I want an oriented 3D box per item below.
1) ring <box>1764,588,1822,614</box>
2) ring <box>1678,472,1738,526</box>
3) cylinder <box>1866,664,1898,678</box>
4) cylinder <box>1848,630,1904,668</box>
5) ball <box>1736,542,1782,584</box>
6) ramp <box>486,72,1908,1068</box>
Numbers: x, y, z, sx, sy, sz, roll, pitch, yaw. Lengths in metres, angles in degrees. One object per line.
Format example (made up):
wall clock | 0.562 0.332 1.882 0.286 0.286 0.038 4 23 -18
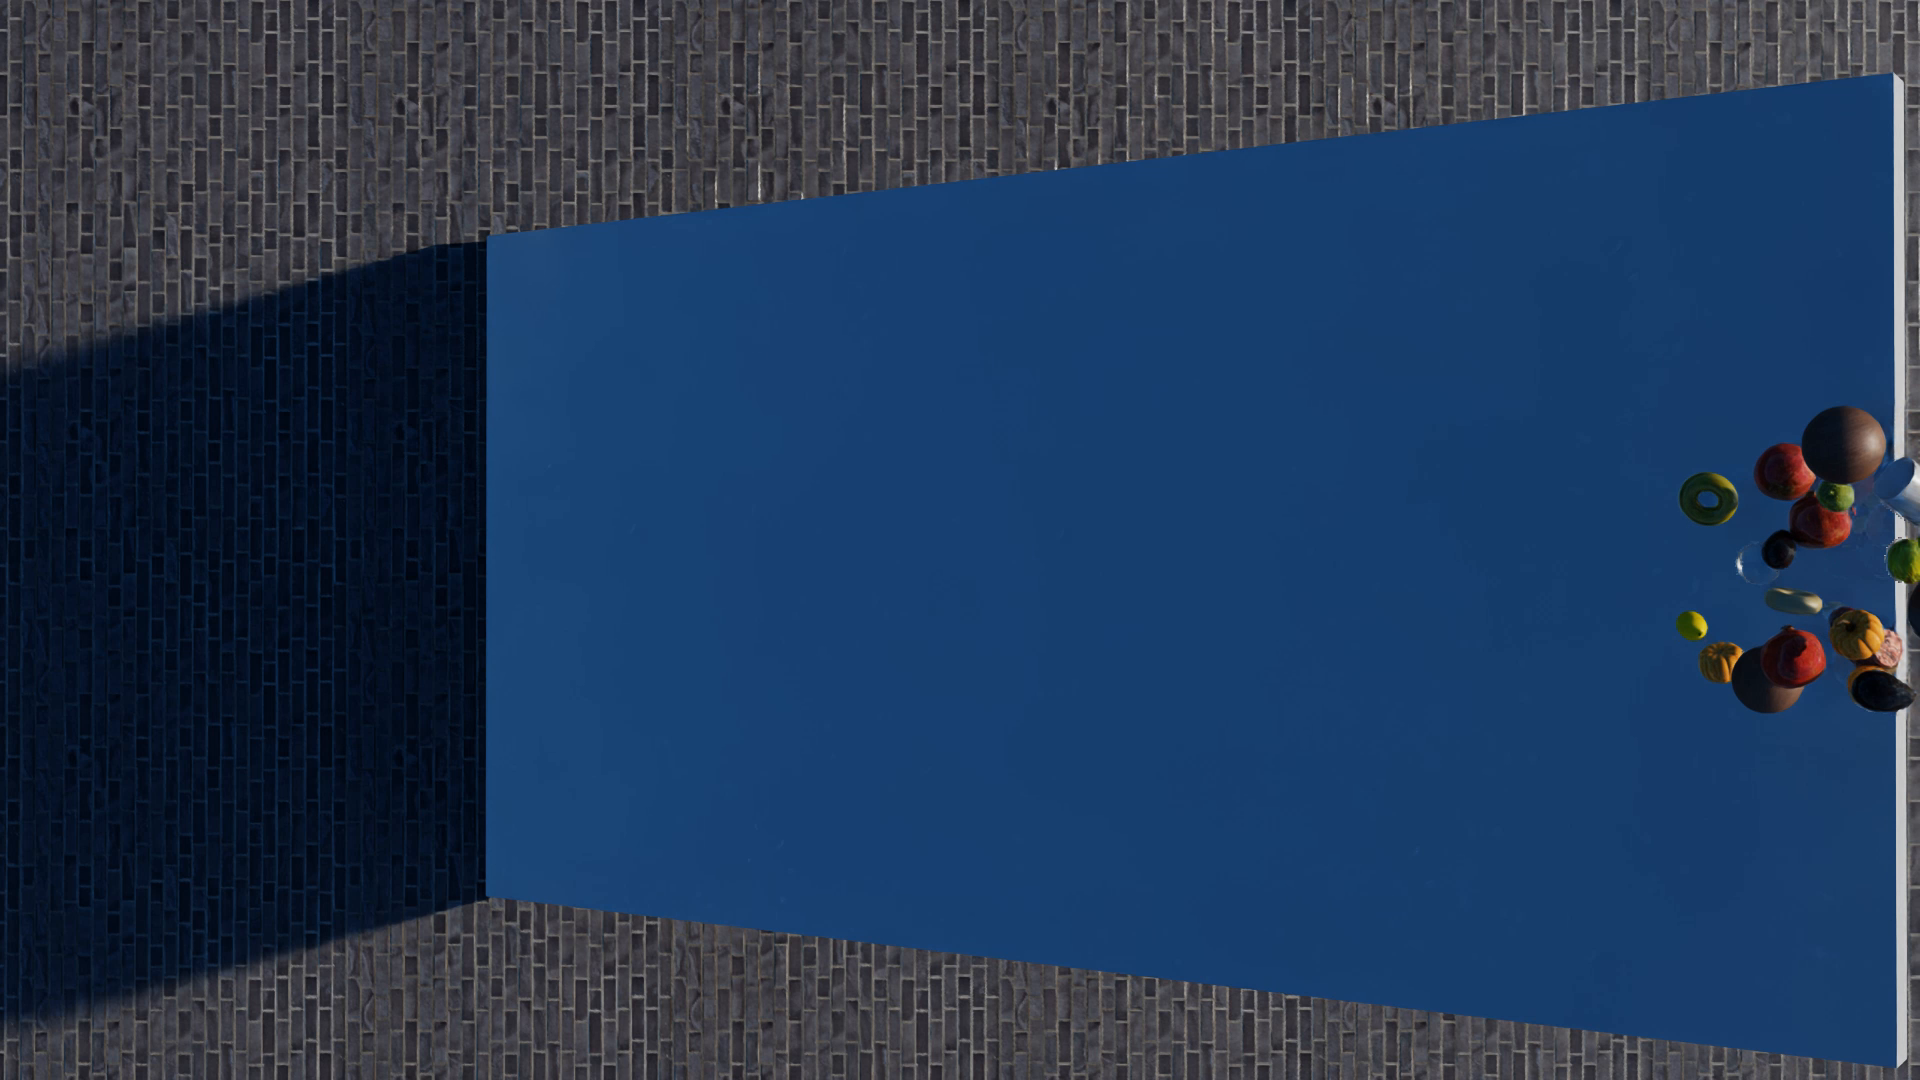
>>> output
ring | 1.338 0.098 3.532 0.090 0.090 0.030 5 101 0
ring | 1.363 -0.074 4.007 0.106 0.035 0.106 14 122 23
cylinder | 1.710 0.220 4.094 0.055 0.055 0.055 2 112 6
cylinder | 1.650 0.197 3.964 0.066 0.066 0.066 3 82 -21
ball | 1.535 0.045 4.223 0.082 0.082 0.082 0 90 0
ramp | 0.250 0.069 5.580 4.000 0.100 2.000 0 89 34
